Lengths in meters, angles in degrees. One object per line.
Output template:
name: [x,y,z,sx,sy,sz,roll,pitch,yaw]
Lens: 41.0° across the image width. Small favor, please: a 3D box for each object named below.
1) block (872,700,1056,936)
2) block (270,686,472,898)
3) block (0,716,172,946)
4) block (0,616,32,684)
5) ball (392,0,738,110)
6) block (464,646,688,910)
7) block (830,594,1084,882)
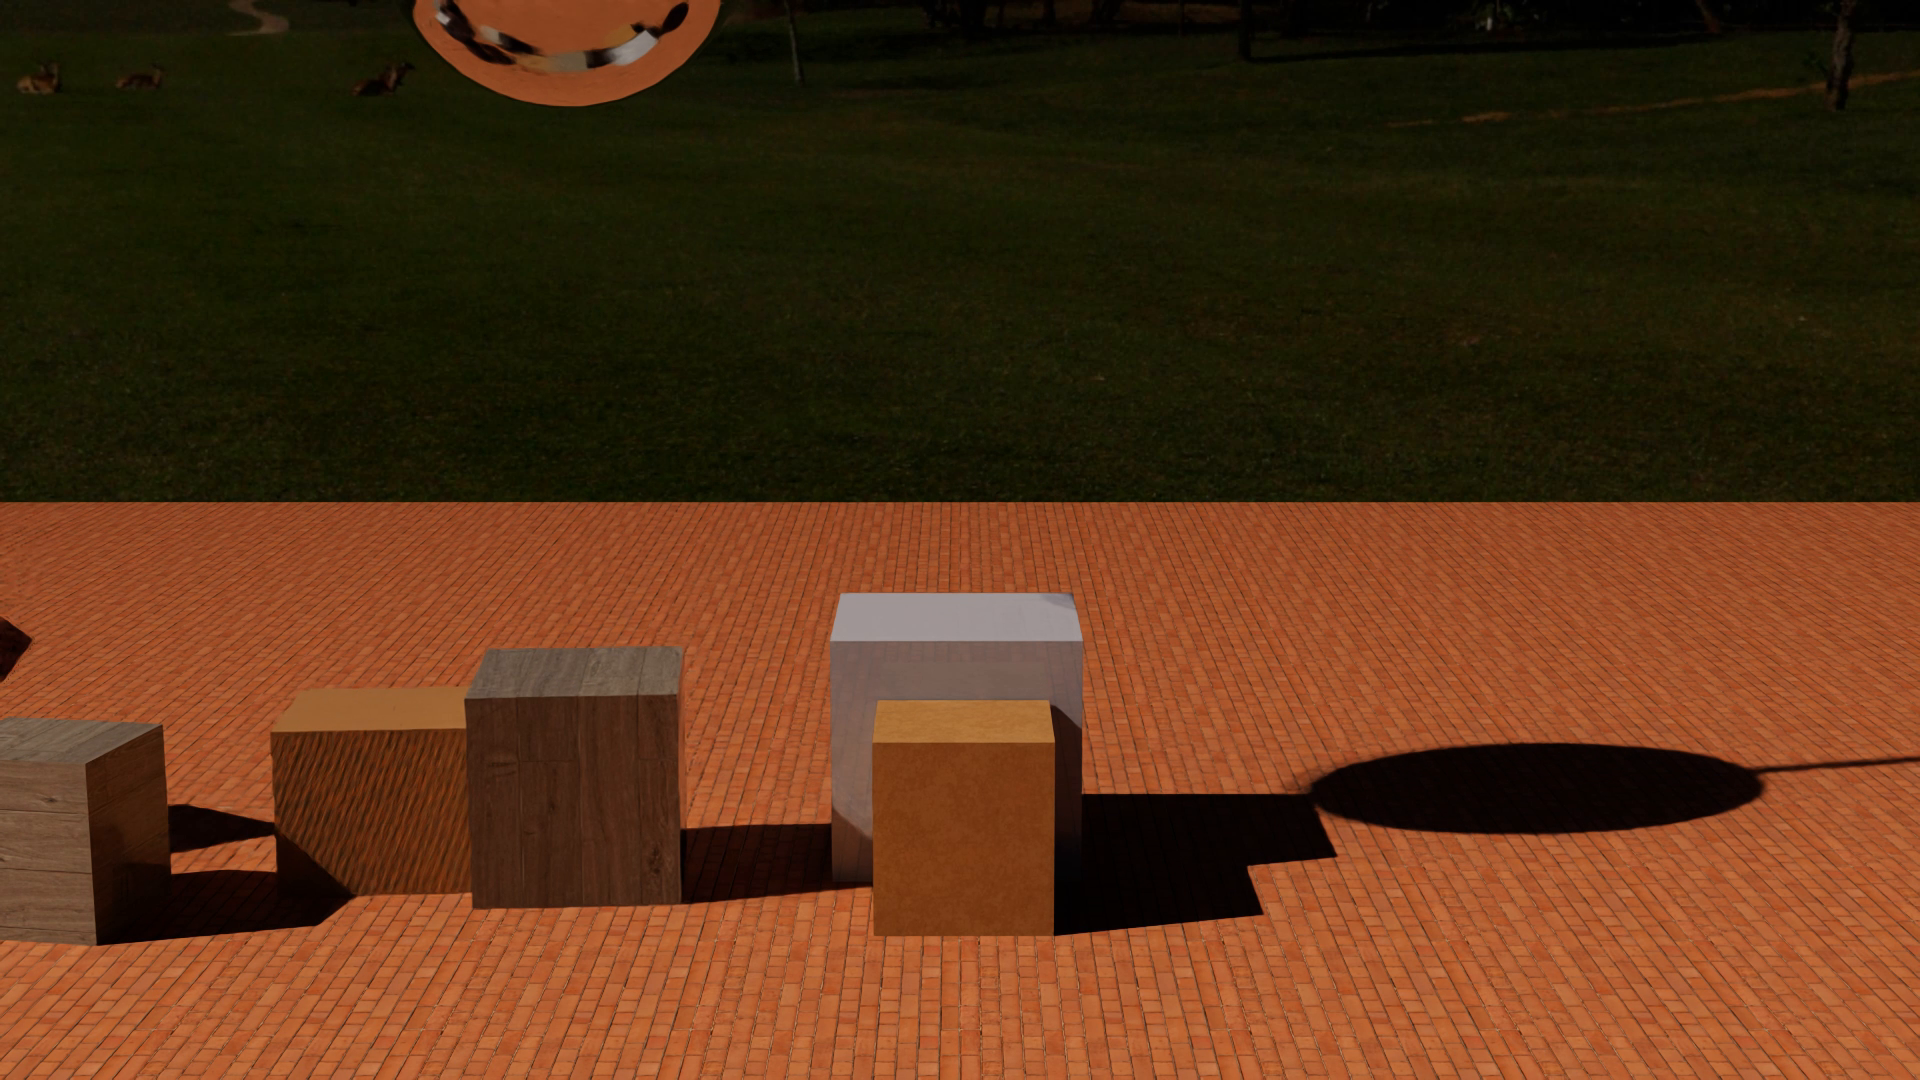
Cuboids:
block: [0.015,1.165,10.858,0.743,0.824,0.714,0,10,0]
block: [-2.548,1.107,11.418,0.848,0.736,0.771,-1,10,-4]
block: [-3.815,1.209,10.771,0.716,0.767,0.655,2,10,10]
block: [-4.820,0.604,11.513,0.684,0.766,0.812,-21,34,51]
ball: [-1.654,-2.609,10.706,1.600,1.600,1.600,0,10,0]
block: [-1.670,1.029,11.323,0.885,0.924,0.935,-1,10,-4]
block: [-0.015,0.878,11.707,1.096,1.085,1.041,0,10,0]
